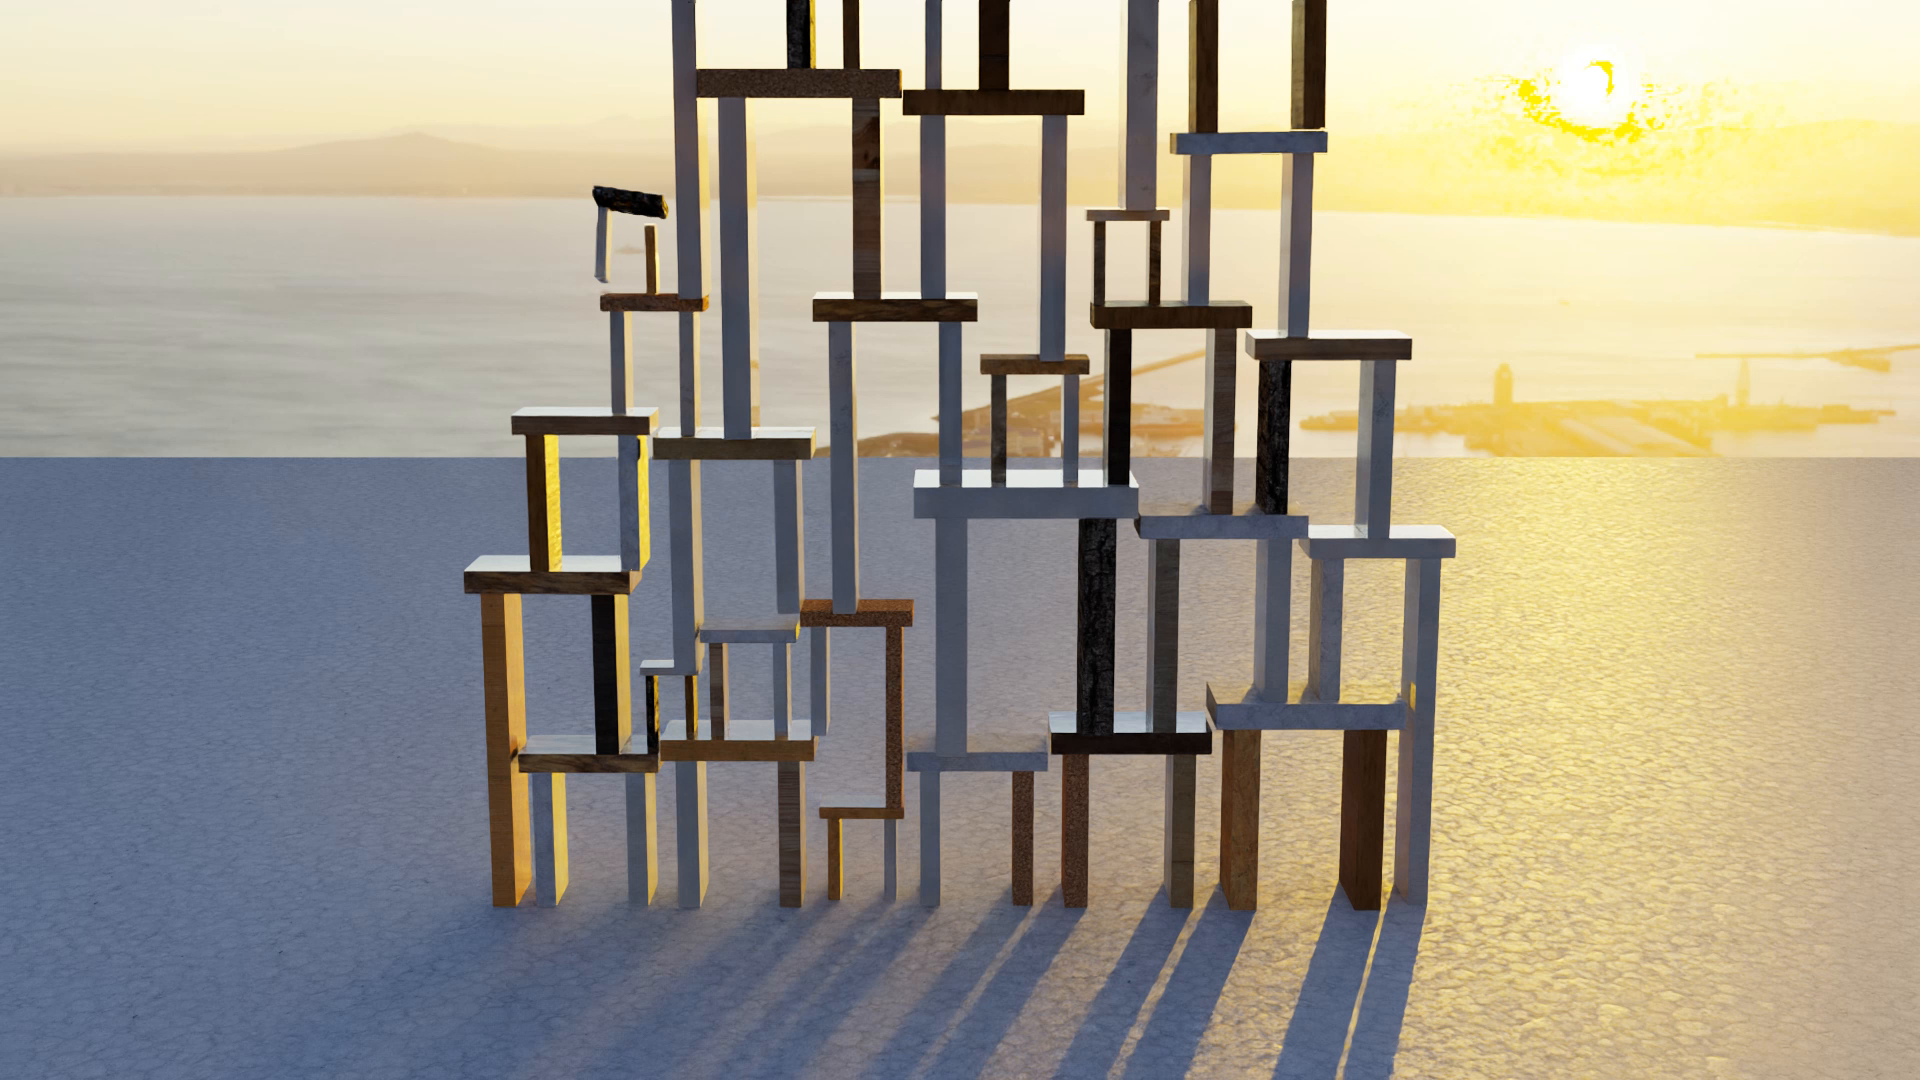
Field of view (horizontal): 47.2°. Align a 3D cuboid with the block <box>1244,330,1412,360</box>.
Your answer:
[{"bbox_3d":[0.584,-0.310,3.496,0.246,0.035,0.123,0,11,0],"label":"block"}]

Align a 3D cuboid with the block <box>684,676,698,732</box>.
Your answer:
[{"bbox_3d":[-0.441,0.263,3.610,0.014,0.096,0.048,0,11,0],"label":"block"}]

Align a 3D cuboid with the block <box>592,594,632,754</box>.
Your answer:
[{"bbox_3d":[-0.570,0.205,3.599,0.037,0.265,0.132,0,11,0],"label":"block"}]

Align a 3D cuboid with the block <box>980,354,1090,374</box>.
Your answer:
[{"bbox_3d":[0.118,-0.280,3.510,0.172,0.024,0.086,0,11,-1],"label":"block"}]

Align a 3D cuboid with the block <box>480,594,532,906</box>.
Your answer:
[{"bbox_3d":[-0.747,0.332,3.623,0.037,0.524,0.132,0,11,0],"label":"block"}]

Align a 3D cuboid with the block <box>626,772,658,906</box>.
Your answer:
[{"bbox_3d":[-0.527,0.479,3.645,0.032,0.227,0.113,0,11,0],"label":"block"}]

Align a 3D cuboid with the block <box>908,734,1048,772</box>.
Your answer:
[{"bbox_3d":[0.028,0.349,3.624,0.229,0.032,0.114,0,11,0],"label":"block"}]

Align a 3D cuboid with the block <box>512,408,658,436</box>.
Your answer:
[{"bbox_3d":[-0.598,-0.190,3.517,0.218,0.031,0.109,0,10,0],"label":"block"}]

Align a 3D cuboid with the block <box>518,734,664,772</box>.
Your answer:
[{"bbox_3d":[-0.603,0.352,3.621,0.227,0.032,0.113,0,11,0],"label":"block"}]

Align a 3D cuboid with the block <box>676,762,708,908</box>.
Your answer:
[{"bbox_3d":[-0.443,0.469,3.642,0.035,0.248,0.124,0,11,0],"label":"block"}]

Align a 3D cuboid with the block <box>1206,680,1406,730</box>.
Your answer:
[{"bbox_3d":[0.564,0.270,3.606,0.304,0.043,0.152,0,11,0],"label":"block"}]

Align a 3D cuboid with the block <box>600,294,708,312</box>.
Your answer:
[{"bbox_3d":[-0.484,-0.377,3.488,0.162,0.023,0.081,0,11,0],"label":"block"}]

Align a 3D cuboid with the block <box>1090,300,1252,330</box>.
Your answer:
[{"bbox_3d":[0.333,-0.358,3.491,0.247,0.035,0.123,0,11,0],"label":"block"}]

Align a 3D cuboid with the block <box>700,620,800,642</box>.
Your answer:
[{"bbox_3d":[-0.342,0.148,3.586,0.155,0.022,0.077,0,11,0],"label":"block"}]

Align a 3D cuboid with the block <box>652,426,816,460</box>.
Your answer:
[{"bbox_3d":[-0.360,-0.155,3.531,0.249,0.035,0.125,0,11,0],"label":"block"}]

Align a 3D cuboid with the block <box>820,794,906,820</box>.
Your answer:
[{"bbox_3d":[-0.161,0.442,3.645,0.139,0.020,0.070,0,11,0],"label":"block"}]

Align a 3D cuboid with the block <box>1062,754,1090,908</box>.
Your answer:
[{"bbox_3d":[0.190,0.463,3.643,0.037,0.260,0.130,0,11,0],"label":"block"}]

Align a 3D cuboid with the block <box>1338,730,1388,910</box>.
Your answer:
[{"bbox_3d":[0.666,0.441,3.637,0.043,0.304,0.152,0,11,0],"label":"block"}]

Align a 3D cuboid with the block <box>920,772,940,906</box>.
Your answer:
[{"bbox_3d":[-0.049,0.477,3.649,0.032,0.229,0.114,0,11,0],"label":"block"}]

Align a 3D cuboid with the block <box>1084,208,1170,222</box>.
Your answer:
[{"bbox_3d":[0.263,-0.514,3.467,0.130,0.018,0.065,0,11,0],"label":"block"}]

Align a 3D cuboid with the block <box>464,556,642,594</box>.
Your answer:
[{"bbox_3d":[-0.659,0.056,3.571,0.265,0.037,0.132,0,11,0],"label":"block"}]

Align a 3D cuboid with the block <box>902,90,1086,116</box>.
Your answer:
[{"bbox_3d":[0.051,-0.683,3.433,0.280,0.040,0.140,0,11,0],"label":"block"}]

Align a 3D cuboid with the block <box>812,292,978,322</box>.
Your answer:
[{"bbox_3d":[-0.101,-0.370,3.491,0.257,0.036,0.129,0,11,0],"label":"block"}]

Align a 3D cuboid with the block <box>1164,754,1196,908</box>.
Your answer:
[{"bbox_3d":[0.364,0.463,3.643,0.037,0.260,0.130,0,11,0],"label":"block"}]

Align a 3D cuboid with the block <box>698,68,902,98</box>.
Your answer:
[{"bbox_3d":[-0.245,-0.710,3.421,0.307,0.043,0.153,0,11,0],"label":"block"}]

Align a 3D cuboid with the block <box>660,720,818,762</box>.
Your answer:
[{"bbox_3d":[-0.360,0.329,3.616,0.248,0.035,0.124,0,11,0],"label":"block"}]

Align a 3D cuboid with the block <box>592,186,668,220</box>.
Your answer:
[{"bbox_3d":[-0.520,-0.534,3.477,0.112,0.016,0.056,9,-15,4],"label":"block"}]

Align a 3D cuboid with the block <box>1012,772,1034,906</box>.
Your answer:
[{"bbox_3d":[0.104,0.478,3.648,0.032,0.229,0.114,0,11,0],"label":"block"}]

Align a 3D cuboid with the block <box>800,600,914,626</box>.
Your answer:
[{"bbox_3d":[-0.167,0.119,3.586,0.182,0.026,0.091,0,11,0],"label":"block"}]

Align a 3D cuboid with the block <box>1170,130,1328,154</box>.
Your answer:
[{"bbox_3d":[0.449,-0.621,3.436,0.233,0.033,0.117,-1,11,0],"label":"block"}]

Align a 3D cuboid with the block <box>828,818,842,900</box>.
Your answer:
[{"bbox_3d":[-0.208,0.521,3.660,0.020,0.140,0.070,0,11,0],"label":"block"}]

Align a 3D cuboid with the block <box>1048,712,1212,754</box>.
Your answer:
[{"bbox_3d":[0.277,0.317,3.615,0.260,0.037,0.130,0,11,0],"label":"block"}]

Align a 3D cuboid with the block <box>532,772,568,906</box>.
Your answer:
[{"bbox_3d":[-0.679,0.479,3.645,0.032,0.227,0.113,0,11,0],"label":"block"}]

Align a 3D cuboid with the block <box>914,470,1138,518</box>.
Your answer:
[{"bbox_3d":[0.104,-0.075,3.547,0.354,0.050,0.177,0,11,0],"label":"block"}]

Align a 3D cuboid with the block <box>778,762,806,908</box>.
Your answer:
[{"bbox_3d":[-0.278,0.469,3.642,0.035,0.248,0.124,0,11,0],"label":"block"}]

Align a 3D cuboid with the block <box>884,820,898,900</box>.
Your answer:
[{"bbox_3d":[-0.115,0.521,3.660,0.020,0.140,0.070,0,11,0],"label":"block"}]

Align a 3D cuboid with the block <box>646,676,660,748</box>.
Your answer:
[{"bbox_3d":[-0.505,0.276,3.612,0.014,0.121,0.048,0,11,0],"label":"block"}]

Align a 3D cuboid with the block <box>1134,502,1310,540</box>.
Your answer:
[{"bbox_3d":[0.419,-0.033,3.551,0.267,0.038,0.134,0,11,0],"label":"block"}]

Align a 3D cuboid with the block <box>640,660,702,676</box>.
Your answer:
[{"bbox_3d":[-0.473,0.209,3.600,0.096,0.014,0.048,0,11,0],"label":"block"}]

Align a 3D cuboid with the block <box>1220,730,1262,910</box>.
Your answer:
[{"bbox_3d":[0.463,0.441,3.637,0.043,0.304,0.152,0,11,0],"label":"block"}]

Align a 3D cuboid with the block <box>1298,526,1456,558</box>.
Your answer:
[{"bbox_3d":[0.674,0.003,3.562,0.233,0.033,0.117,0,11,0],"label":"block"}]
